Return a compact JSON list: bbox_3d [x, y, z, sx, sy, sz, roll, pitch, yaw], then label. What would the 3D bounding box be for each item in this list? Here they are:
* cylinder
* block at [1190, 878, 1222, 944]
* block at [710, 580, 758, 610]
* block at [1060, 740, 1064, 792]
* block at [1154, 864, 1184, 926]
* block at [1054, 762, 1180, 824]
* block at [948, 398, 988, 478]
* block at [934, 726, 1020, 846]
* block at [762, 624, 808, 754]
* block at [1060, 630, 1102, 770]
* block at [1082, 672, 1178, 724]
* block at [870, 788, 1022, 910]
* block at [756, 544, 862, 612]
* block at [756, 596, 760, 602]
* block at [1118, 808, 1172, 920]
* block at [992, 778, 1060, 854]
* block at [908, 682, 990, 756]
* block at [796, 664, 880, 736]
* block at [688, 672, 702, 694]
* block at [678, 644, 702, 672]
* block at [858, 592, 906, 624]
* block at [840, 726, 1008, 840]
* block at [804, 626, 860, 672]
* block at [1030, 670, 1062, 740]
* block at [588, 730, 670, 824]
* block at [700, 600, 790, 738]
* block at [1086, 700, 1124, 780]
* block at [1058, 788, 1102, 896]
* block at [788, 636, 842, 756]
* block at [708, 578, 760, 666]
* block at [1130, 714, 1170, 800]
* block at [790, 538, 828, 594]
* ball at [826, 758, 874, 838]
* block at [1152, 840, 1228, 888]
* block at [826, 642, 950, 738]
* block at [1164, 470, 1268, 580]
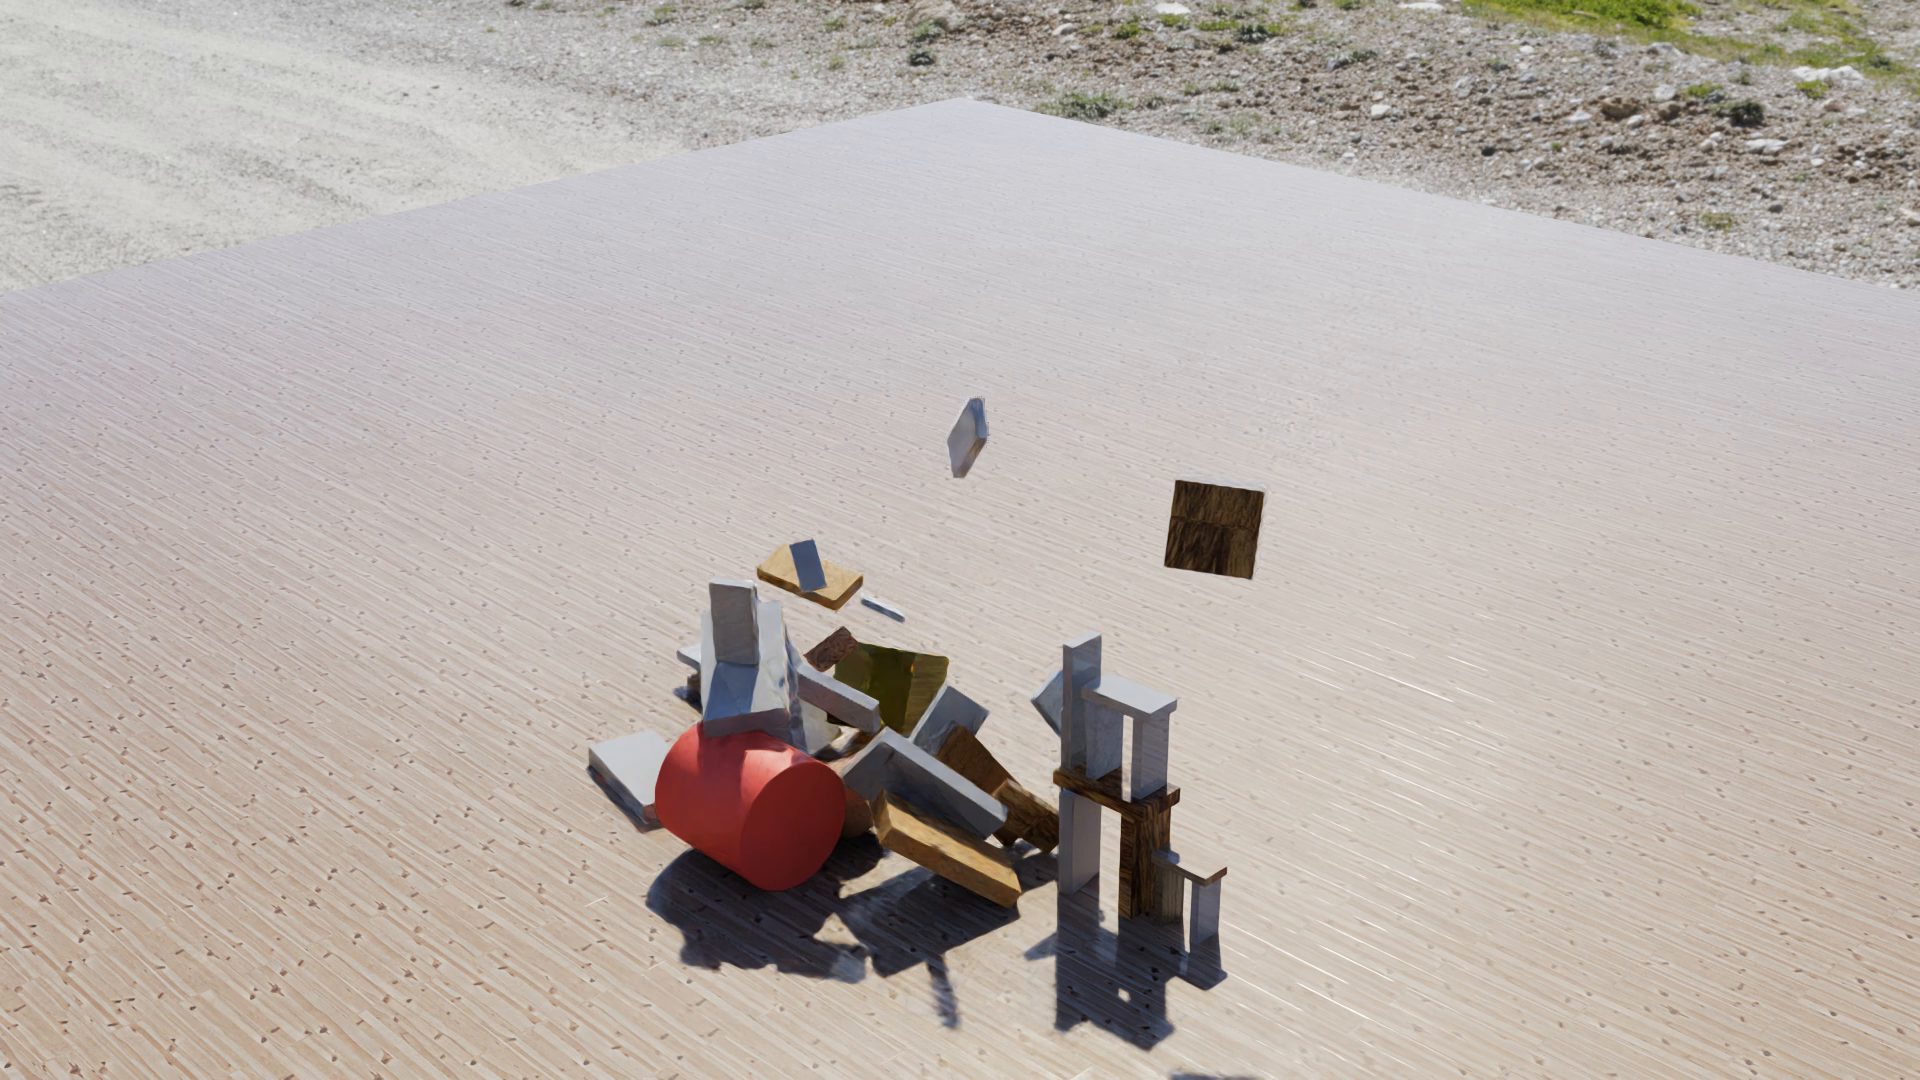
[{"bbox_3d":[-0.404,0.504,4.238,0.261,0.261,0.261,-20,30,-39],"label":"cylinder"},{"bbox_3d":[0.449,0.670,4.019,0.018,0.127,0.063,21,31,41],"label":"block"},{"bbox_3d":[-0.500,0.192,4.834,0.101,0.202,0.029,-17,39,-33],"label":"block"},{"bbox_3d":[0.213,0.477,4.357,0.029,0.207,0.104,-1,30,1],"label":"block"},{"bbox_3d":[0.389,0.647,4.074,0.018,0.127,0.063,21,31,41],"label":"block"},{"bbox_3d":[0.291,0.457,4.094,0.215,0.030,0.108,20,30,39],"label":"block"},{"bbox_3d":[0.014,-0.196,4.270,0.024,0.171,0.085,-1,65,-17],"label":"block"},{"bbox_3d":[0.047,0.481,4.304,0.029,0.243,0.104,-7,41,52],"label":"block"},{"bbox_3d":[-0.414,0.331,4.537,0.162,0.325,0.046,2,20,27],"label":"block"},{"bbox_3d":[0.226,0.299,4.101,0.023,0.254,0.082,20,30,39],"label":"block"},{"bbox_3d":[0.309,0.289,4.015,0.159,0.023,0.080,20,30,39],"label":"block"},{"bbox_3d":[-0.027,0.581,4.138,0.293,0.042,0.147,30,15,-20],"label":"block"},{"bbox_3d":[-0.321,0.078,4.683,0.202,0.029,0.101,21,43,23],"label":"block"},{"bbox_3d":[-0.438,0.219,4.734,0.101,0.203,0.029,-30,0,-30],"label":"block"},{"bbox_3d":[0.344,0.589,4.097,0.030,0.215,0.108,21,31,41],"label":"block"},{"bbox_3d":[0.132,0.538,4.279,0.165,0.082,0.023,34,19,-18],"label":"block"},{"bbox_3d":[-0.042,0.395,4.304,0.103,0.207,0.029,35,-5,-20],"label":"block"},{"bbox_3d":[-0.230,0.302,4.153,0.171,0.085,0.024,26,55,19],"label":"block"},{"bbox_3d":[-0.530,0.335,4.934,0.082,0.023,0.165,-19,31,-37],"label":"block"},{"bbox_3d":[-0.558,0.273,4.950,0.082,0.023,0.165,-16,24,-35],"label":"block"},{"bbox_3d":[-0.160,0.139,4.501,0.100,0.014,0.050,25,7,-9],"label":"block"},{"bbox_3d":[-0.069,0.489,4.225,0.293,0.147,0.042,35,36,-13],"label":"block"},{"bbox_3d":[-0.256,0.220,4.380,0.100,0.014,0.050,-37,73,-7],"label":"block"},{"bbox_3d":[0.210,0.336,4.196,0.082,0.165,0.023,-47,18,-27],"label":"block"},{"bbox_3d":[-0.645,0.487,4.559,0.147,0.042,0.293,-13,26,-28],"label":"block"},{"bbox_3d":[-0.424,0.250,4.325,0.162,0.046,0.325,-9,38,0],"label":"block"},{"bbox_3d":[0.270,0.358,4.084,0.023,0.159,0.080,20,30,39],"label":"block"},{"bbox_3d":[0.228,0.555,4.177,0.030,0.215,0.108,14,27,30],"label":"block"},{"bbox_3d":[-0.381,0.303,4.651,0.046,0.325,0.162,-29,-1,29],"label":"block"},{"bbox_3d":[-0.436,0.158,4.264,0.085,0.171,0.024,7,28,16],"label":"block"},{"bbox_3d":[0.347,0.387,4.017,0.023,0.159,0.080,20,30,39],"label":"block"},{"bbox_3d":[-0.299,0.051,4.334,0.050,0.100,0.014,-15,-15,-7],"label":"block"},{"bbox_3d":[-0.226,0.511,4.356,0.156,0.156,0.156,0,23,0],"label":"ball"},{"bbox_3d":[0.419,0.592,4.019,0.127,0.018,0.063,21,31,41],"label":"block"},{"bbox_3d":[-0.153,0.319,4.694,0.179,0.179,0.179,9,-2,23],"label":"block"},{"bbox_3d":[0.457,-0.028,3.912,0.156,0.156,0.156,8,9,10],"label":"block"}]
